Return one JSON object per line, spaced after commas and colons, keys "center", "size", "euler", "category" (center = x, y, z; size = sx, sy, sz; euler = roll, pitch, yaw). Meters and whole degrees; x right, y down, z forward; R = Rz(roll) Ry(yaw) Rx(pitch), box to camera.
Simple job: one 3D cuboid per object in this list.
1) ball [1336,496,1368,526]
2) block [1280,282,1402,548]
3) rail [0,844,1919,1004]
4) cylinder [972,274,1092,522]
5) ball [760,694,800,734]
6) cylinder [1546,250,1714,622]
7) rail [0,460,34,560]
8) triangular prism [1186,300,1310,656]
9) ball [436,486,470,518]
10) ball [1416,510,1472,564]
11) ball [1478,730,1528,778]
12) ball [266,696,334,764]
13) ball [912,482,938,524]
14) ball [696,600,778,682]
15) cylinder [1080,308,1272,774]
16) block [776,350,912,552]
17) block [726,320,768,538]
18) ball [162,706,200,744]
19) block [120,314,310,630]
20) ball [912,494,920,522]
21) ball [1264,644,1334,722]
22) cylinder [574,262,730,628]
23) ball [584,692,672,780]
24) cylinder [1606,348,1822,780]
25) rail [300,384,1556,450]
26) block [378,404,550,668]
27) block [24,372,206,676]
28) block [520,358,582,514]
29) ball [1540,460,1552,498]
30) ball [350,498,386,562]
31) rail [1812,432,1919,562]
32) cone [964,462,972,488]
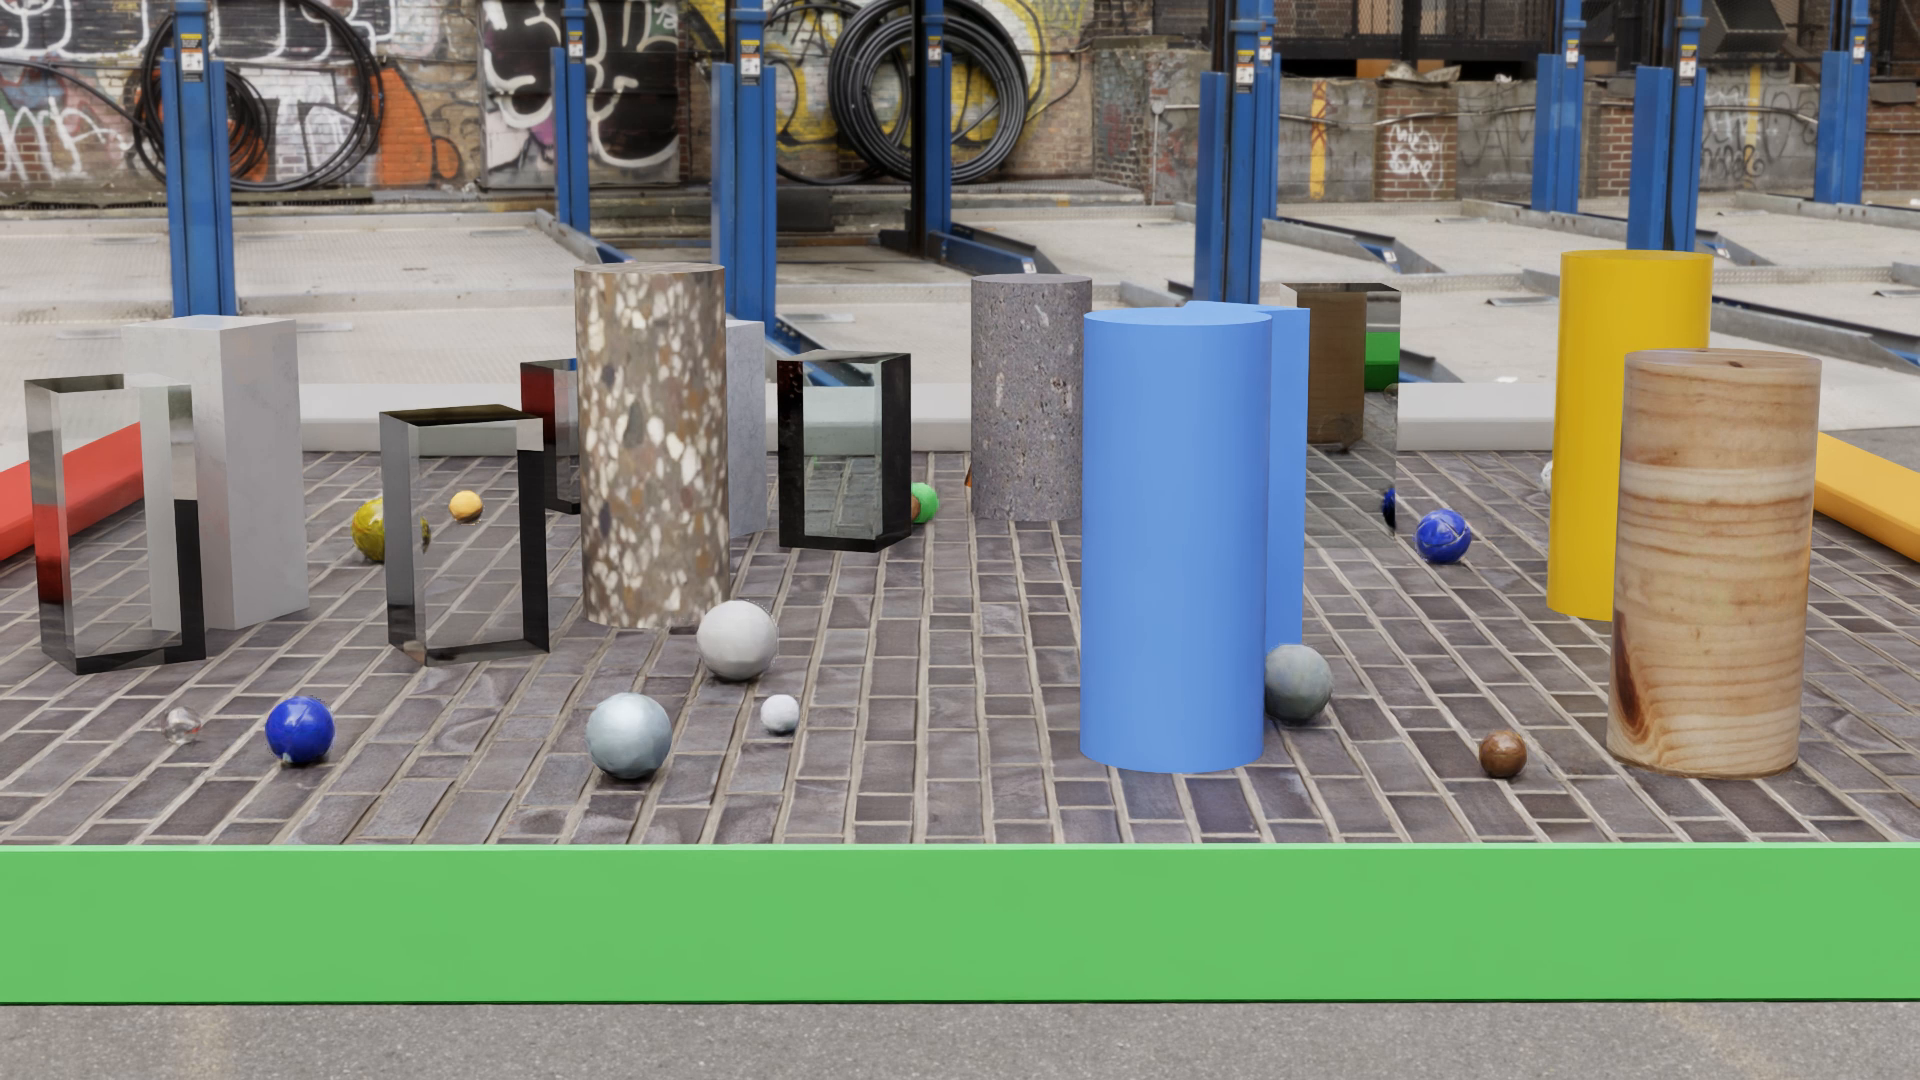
{"center": [0.626, -0.045, 4.095], "size": [0.049, 0.049, 0.049], "euler": [0, 10, 0], "category": "ball"}
{"center": [0.580, -0.194, 3.958], "size": [0.158, 0.391, 0.158], "euler": [0, 11, -2], "category": "block"}
{"center": [0.008, 0.296, 2.027], "size": [2.853, 0.128, 0.045], "euler": [0, 10, 0], "category": "rail"}
{"center": [0.117, -0.237, 4.208], "size": [0.197, 0.384, 0.197], "euler": [0, 10, 0], "category": "cylinder"}
{"center": [-0.198, 0.192, 2.828], "size": [0.044, 0.044, 0.044], "euler": [0, 10, 0], "category": "ball"}
{"center": [0.899, -0.144, 3.449], "size": [0.197, 0.478, 0.197], "euler": [0, 10, 0], "category": "cylinder"}
{"center": [-1.403, 0.034, 3.441], "size": [0.045, 0.128, 2.940], "euler": [0, 10, 0], "category": "rail"}
{"center": [0.312, -0.066, 3.136], "size": [0.171, 0.440, 0.148], "euler": [-4, 11, -20], "category": "triangular prism"}
{"center": [-0.826, -0.063, 4.181], "size": [0.052, 0.052, 0.052], "euler": [0, 10, 0], "category": "ball"}
{"center": [0.714, -0.005, 3.791], "size": [0.081, 0.081, 0.081], "euler": [0, 10, 0], "category": "ball"}
{"center": [0.561, 0.221, 2.653], "size": [0.050, 0.050, 0.050], "euler": [0, 10, 0], "category": "ball"}
{"center": [-0.696, 0.201, 2.706], "size": [0.071, 0.071, 0.071], "euler": [0, 10, 0], "category": "ball"}
{"center": [-0.068, -0.059, 4.123], "size": [0.066, 0.066, 0.066], "euler": [0, 10, 0], "category": "ball"}
{"center": [-0.267, 0.120, 3.069], "size": [0.097, 0.097, 0.097], "euler": [0, 10, 0], "category": "ball"}
{"center": [0.228, -0.005, 2.727], "size": [0.197, 0.467, 0.197], "euler": [0, 10, 0], "category": "cylinder"}
{"center": [-0.176, -0.140, 3.951], "size": [0.158, 0.287, 0.158], "euler": [4, 11, 19], "category": "block"}
{"center": [-0.415, -0.175, 4.026], "size": [0.158, 0.329, 0.158], "euler": [6, 12, 30], "category": "block"}
{"center": [-0.846, 0.201, 2.786], "size": [0.041, 0.041, 0.041], "euler": [0, 10, 0], "category": "ball"}
{"center": [-0.988, -0.094, 3.412], "size": [0.158, 0.393, 0.158], "euler": [4, 11, 22], "category": "block"}
{"center": [-0.089, -0.050, 4.049], "size": [0.053, 0.053, 0.053], "euler": [0, 10, 0], "category": "ball"}
{"center": [0.373, 0.160, 2.869], "size": [0.087, 0.087, 0.087], "euler": [0, 10, 0], "category": "ball"}
{"center": [-0.408, -0.130, 3.416], "size": [0.197, 0.463, 0.197], "euler": [0, 10, 0], "category": "cylinder"}
{"center": [-0.342, 0.202, 2.647], "size": [0.090, 0.090, 0.090], "euler": [0, 10, 0], "category": "ball"}
{"center": [0.792, 0.020, 2.704], "size": [0.197, 0.426, 0.197], "euler": [0, 10, 0], "category": "cylinder"}
{"center": [-0.008, -0.230, 4.871], "size": [2.853, 0.128, 0.045], "euler": [0, 10, 0], "category": "rail"}
{"center": [-0.622, -0.009, 3.219], "size": [0.158, 0.297, 0.158], "euler": [-6, 12, -29], "category": "block"}
{"center": [-1.045, -0.025, 3.175], "size": [0.158, 0.343, 0.158], "euler": [-7, 13, -33], "category": "block"}
{"center": [-0.624, -0.178, 4.292], "size": [0.158, 0.237, 0.158], "euler": [-8, 13, -38], "category": "block"}
{"center": [1.016, -0.101, 4.312], "size": [0.079, 0.079, 0.079], "euler": [0, 10, 0], "category": "ball"}
{"center": [-0.854, -0.016, 3.806], "size": [0.096, 0.096, 0.096], "euler": [0, 10, 0], "category": "ball"}
{"center": [1.403, 0.031, 3.457], "size": [0.045, 0.128, 2.940], "euler": [0, 10, 0], "category": "rail"}
{"center": [0.106, -0.251, 4.497], "size": [0.197, 0.306, 0.197], "euler": [0, 10, 0], "category": "cone"}
